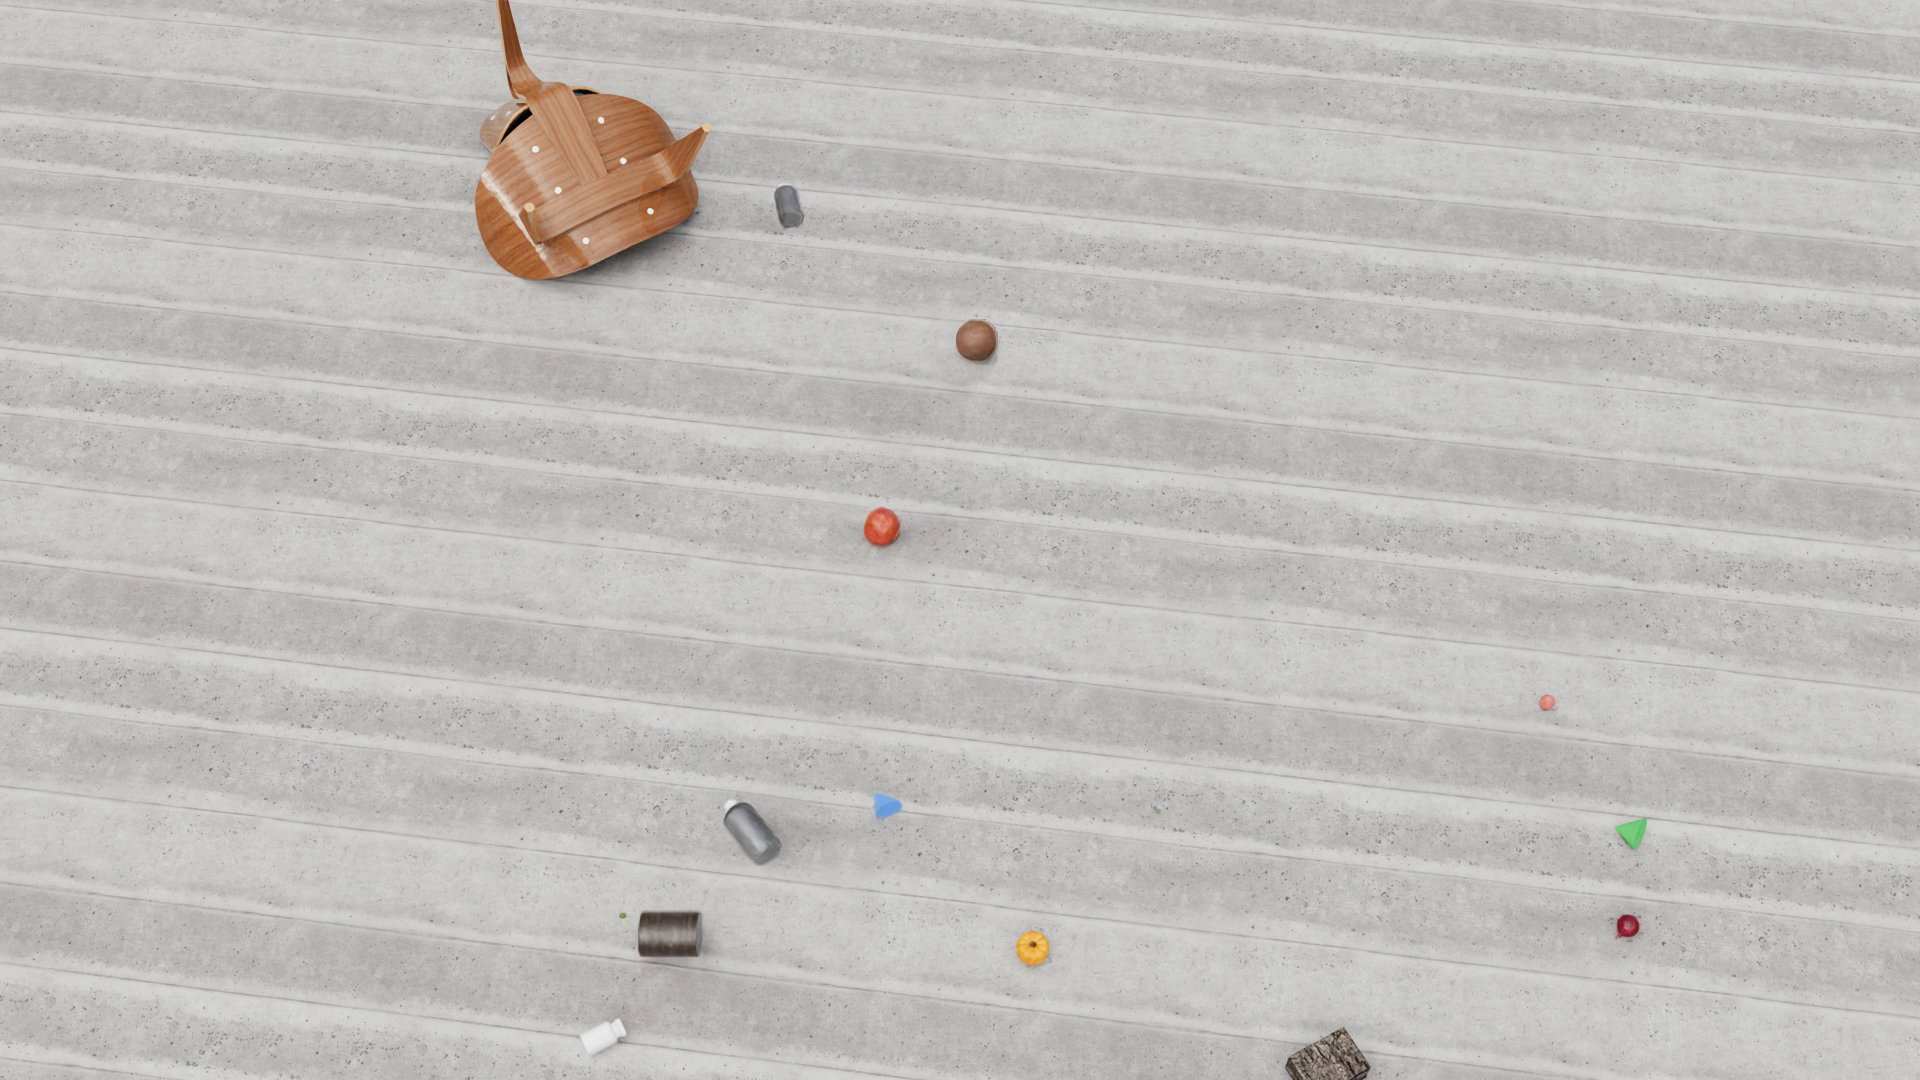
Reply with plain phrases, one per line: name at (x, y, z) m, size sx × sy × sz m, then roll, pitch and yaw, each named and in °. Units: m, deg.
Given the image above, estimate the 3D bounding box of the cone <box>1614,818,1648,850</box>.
cone at (1.826, 0.795, 6.023) m, size 0.076 × 0.062 × 0.100 m, roll 14°, pitch 59°, yaw 36°

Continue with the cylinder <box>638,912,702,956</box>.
cylinder at (-0.763, 1.040, 5.800) m, size 0.152 × 0.137 × 0.114 m, roll 0°, pitch 98°, yaw 0°

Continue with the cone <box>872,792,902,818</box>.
cone at (-0.219, 0.721, 6.075) m, size 0.085 × 0.049 × 0.086 m, roll -15°, pitch 37°, yaw -31°

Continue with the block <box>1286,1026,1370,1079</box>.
block at (0.940, 1.348, 5.621) m, size 0.168 × 0.081 × 0.122 m, roll -24°, pitch 59°, yaw -15°
